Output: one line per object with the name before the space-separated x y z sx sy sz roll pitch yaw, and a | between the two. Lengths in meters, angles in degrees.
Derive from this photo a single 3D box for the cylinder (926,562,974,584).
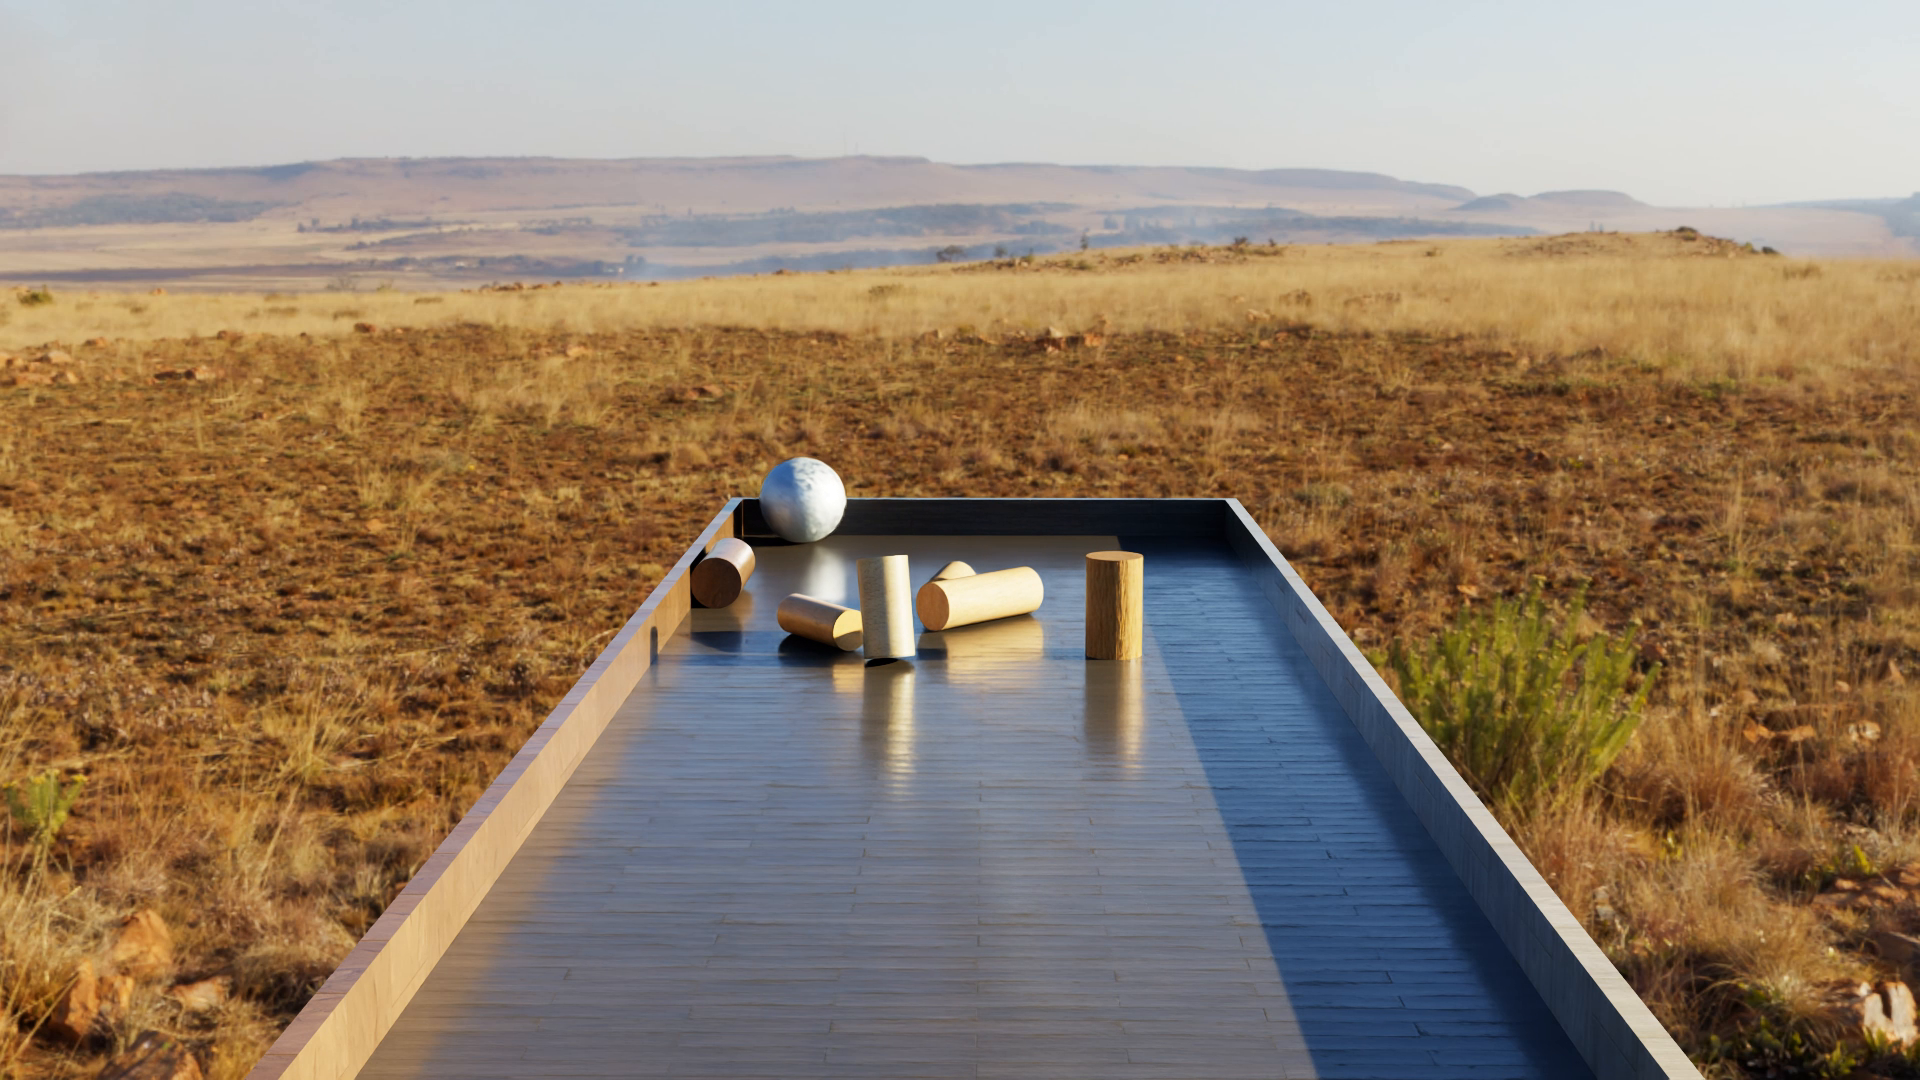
cylinder | -0.038 0.167 7.520 0.135 0.135 0.330 2 9 10

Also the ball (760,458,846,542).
ball | -0.639 -0.162 8.921 0.348 0.348 0.348 0 9 0

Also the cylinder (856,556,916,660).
cylinder | -0.225 0.204 6.670 0.156 0.303 0.156 -5 -2 0

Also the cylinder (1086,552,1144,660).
cylinder | 0.474 0.200 6.762 0.174 0.308 0.174 0 9 0

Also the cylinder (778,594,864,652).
cylinder | -0.436 0.259 6.962 0.129 0.129 0.341 -6 11 -35

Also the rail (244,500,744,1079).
rail | -1.004 0.839 3.234 0.050 0.150 12.000 0 9 1

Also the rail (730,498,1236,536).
rail | 0.099 -0.098 9.147 2.100 0.150 0.050 0 9 1

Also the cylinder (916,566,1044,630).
cylinder | 0.068 0.193 7.288 0.438 0.158 0.158 -9 13 -44

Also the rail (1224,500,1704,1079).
rail | 1.046 0.843 3.208 0.050 0.150 12.000 0 9 1
